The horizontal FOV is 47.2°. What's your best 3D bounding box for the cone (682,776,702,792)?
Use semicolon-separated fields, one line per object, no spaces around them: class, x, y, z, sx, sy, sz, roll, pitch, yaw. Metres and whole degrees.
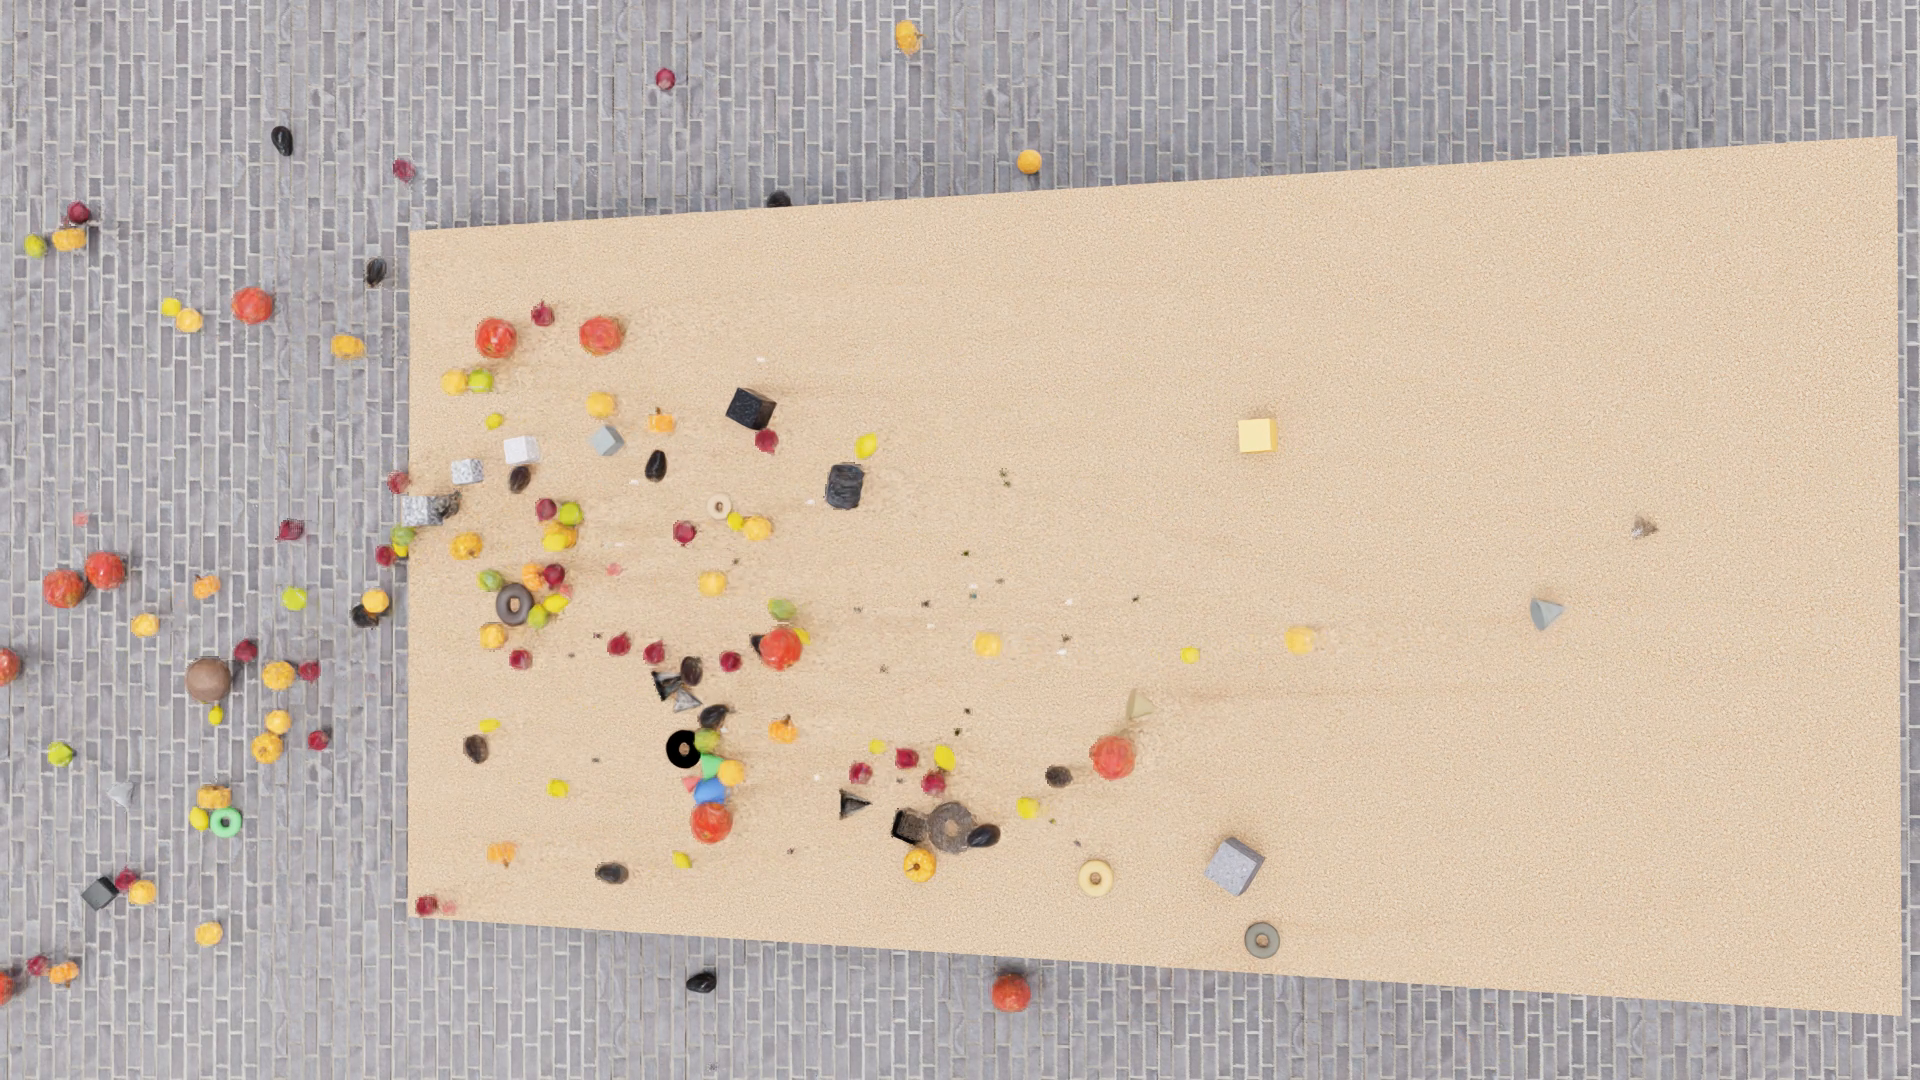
cone;-0.735;0.665;6.062;0.052;0.052;0.052;-30;89;-9

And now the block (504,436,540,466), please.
block;-1.244;-0.254;6.243;0.069;0.069;0.069;-11;86;20

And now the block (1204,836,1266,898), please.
block;0.684;0.814;5.482;0.100;0.100;0.100;32;100;18

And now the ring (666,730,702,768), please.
ring;-0.761;0.577;6.067;0.107;0.036;0.107;0;89;19

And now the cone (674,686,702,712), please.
cone;-0.744;0.446;6.062;0.079;0.079;0.079;11;89;-6

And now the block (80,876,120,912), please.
block;-2.525;1.040;6.460;0.066;0.066;0.066;-44;89;-1

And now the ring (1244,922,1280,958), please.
ring;0.755;1.000;5.491;0.091;0.030;0.091;-1;88;21

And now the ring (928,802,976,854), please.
ring;-0.023;0.757;5.780;0.137;0.046;0.137;0;91;24

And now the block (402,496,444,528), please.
block;-1.551;-0.082;6.349;0.082;0.082;0.082;-4;88;21

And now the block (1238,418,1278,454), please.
block;0.744;-0.259;5.486;0.078;0.078;0.078;-4;88;21

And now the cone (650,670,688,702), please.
cone;-0.793;0.388;6.078;0.095;0.095;0.095;-21;89;-8

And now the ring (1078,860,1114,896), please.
ring;0.349;0.869;5.646;0.095;0.032;0.095;0;90;20

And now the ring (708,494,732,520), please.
ring;-0.660;-0.091;6.043;0.077;0.026;0.077;0;91;20

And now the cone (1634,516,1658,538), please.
cone;1.622;-0.028;5.180;0.052;0.052;0.052;7;89;-6

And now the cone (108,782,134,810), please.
cone;-2.462;0.766;6.480;0.074;0.074;0.074;-10;116;0

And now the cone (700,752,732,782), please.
cone;-0.663;0.615;6.028;0.085;0.085;0.085;-10;89;-6

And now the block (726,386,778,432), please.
block;-0.567;-0.356;5.979;0.086;0.086;0.086;29;99;19

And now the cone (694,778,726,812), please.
cone;-0.707;0.699;6.012;0.096;0.096;0.096;0;89;21

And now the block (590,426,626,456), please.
block;-0.986;-0.276;6.150;0.060;0.060;0.060;-41;76;15

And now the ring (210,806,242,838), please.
ring;-2.164;0.832;6.480;0.094;0.031;0.094;0;85;1

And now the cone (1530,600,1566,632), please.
cone;1.415;0.171;5.249;0.079;0.079;0.079;-13;89;-7

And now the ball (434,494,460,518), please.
ball;-1.475;-0.099;6.327;0.070;0.070;0.070;0;89;0

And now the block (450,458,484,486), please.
block;-1.412;-0.195;6.308;0.064;0.064;0.064;-10;86;20

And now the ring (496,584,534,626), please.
ring;-1.268;0.184;6.261;0.122;0.041;0.122;-1;88;21

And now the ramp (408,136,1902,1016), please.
ramp;0.282;0.088;5.751;4.000;0.100;2.000;0;89;21

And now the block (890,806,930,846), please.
block;-0.129;0.755;5.806;0.072;0.072;0.072;21;97;20
